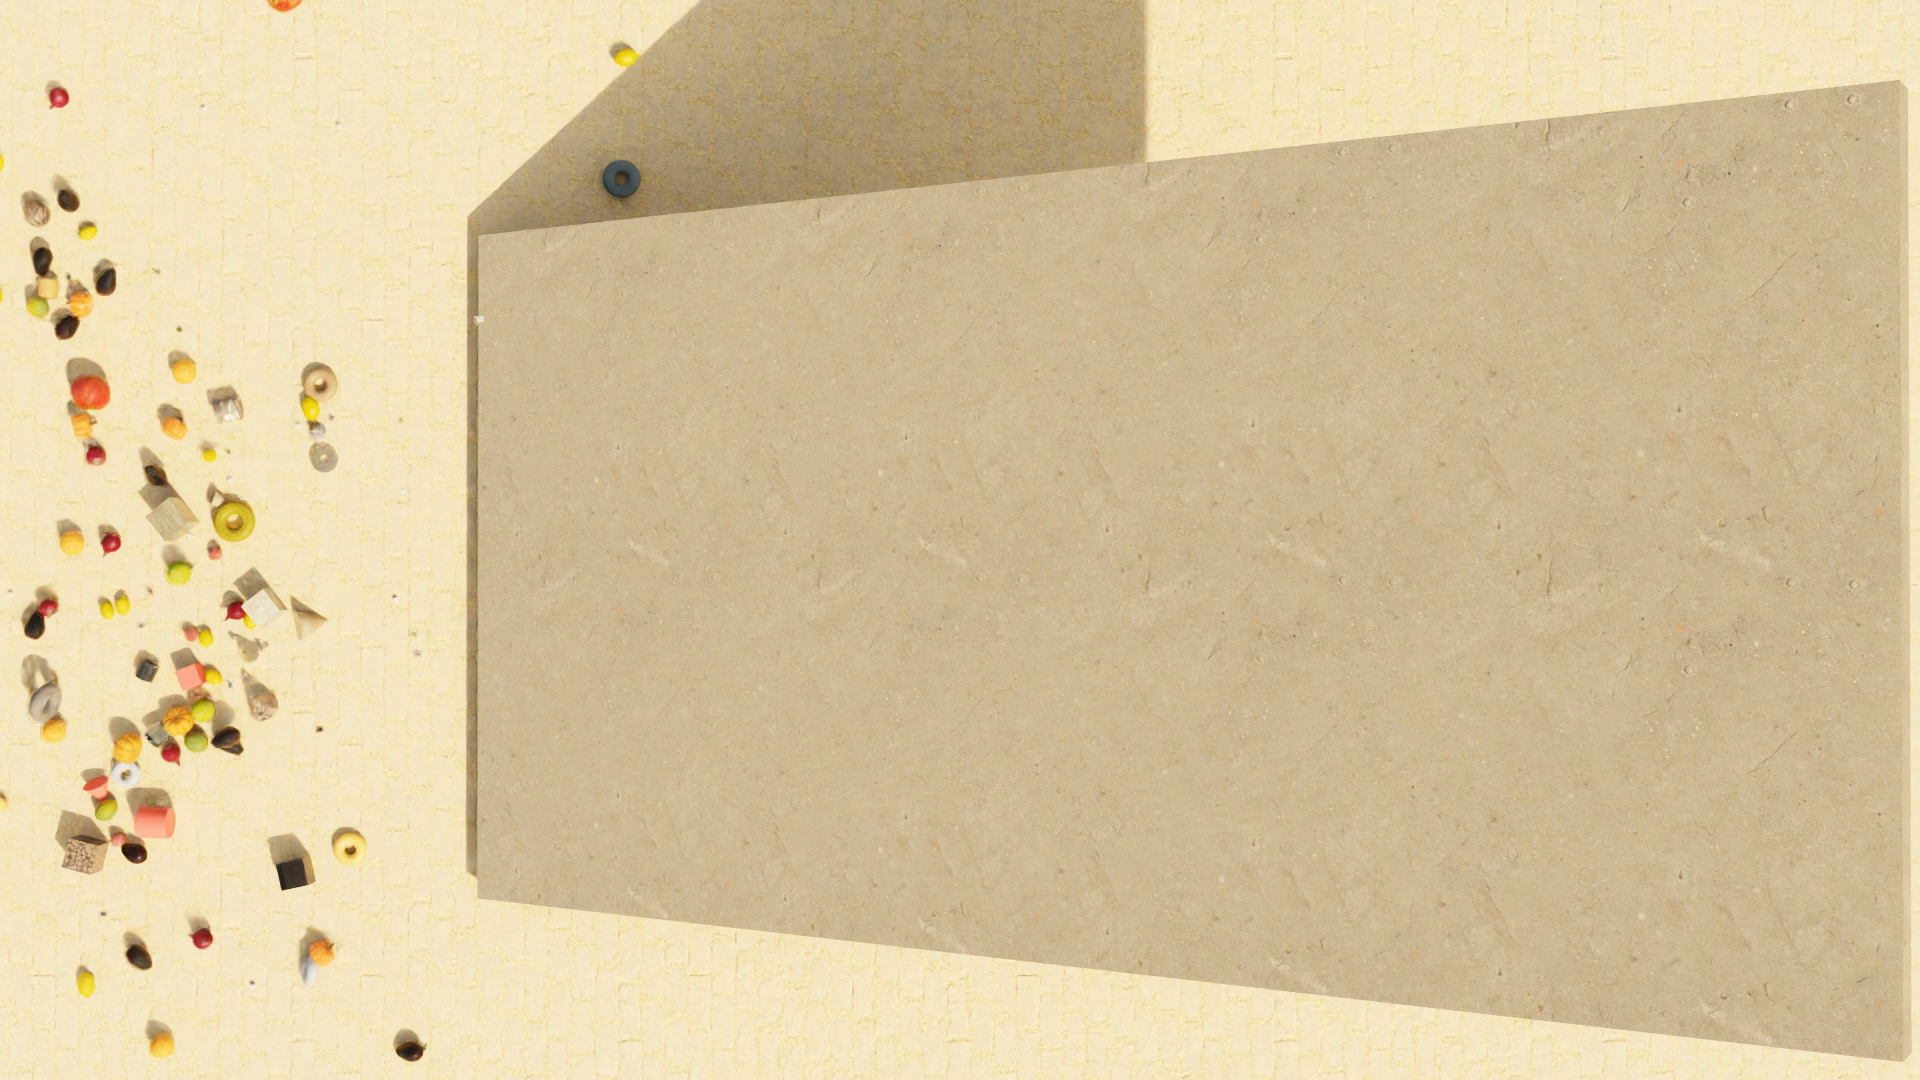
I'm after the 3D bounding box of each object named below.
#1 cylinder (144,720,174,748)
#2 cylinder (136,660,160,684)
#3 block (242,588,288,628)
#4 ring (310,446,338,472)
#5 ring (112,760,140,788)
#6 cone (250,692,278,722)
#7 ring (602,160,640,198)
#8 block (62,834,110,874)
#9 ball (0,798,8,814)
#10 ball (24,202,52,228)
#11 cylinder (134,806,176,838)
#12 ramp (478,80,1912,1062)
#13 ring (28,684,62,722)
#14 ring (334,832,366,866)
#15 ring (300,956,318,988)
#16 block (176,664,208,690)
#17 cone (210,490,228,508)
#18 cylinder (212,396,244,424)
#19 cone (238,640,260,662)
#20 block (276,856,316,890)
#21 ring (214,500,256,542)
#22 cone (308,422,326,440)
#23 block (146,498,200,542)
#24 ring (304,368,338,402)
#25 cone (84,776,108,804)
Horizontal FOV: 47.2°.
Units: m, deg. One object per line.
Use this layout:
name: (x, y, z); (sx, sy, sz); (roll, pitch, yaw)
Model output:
cylinder: (-2.433, 0.588, 6.681); (0.060, 0.060, 0.060); (-35, 90, 0)
cylinder: (-2.470, 0.399, 6.686); (0.053, 0.053, 0.053); (28, 90, 0)
block: (-2.109, 0.207, 6.672); (0.084, 0.084, 0.084); (-38, 90, 0)
ring: (-1.937, -0.246, 6.705); (0.083, 0.028, 0.083); (0, 89, -1)
ring: (-2.539, 0.710, 6.695); (0.086, 0.029, 0.086); (0, 87, -2)
cone: (-2.125, 0.489, 6.650); (0.092, 0.092, 0.092); (-4, 64, 8)
ring: (-1.032, -1.101, 6.707); (0.115, 0.038, 0.115); (0, 90, -1)
block: (-2.649, 0.953, 6.662); (0.091, 0.091, 0.091); (15, 90, 0)
ball: (-2.921, 0.808, 6.683); (0.051, 0.051, 0.051); (0, 89, 0)
ball: (-2.805, -0.989, 6.686); (0.077, 0.077, 0.077); (0, 89, 0)
cylinder: (-2.438, 0.855, 6.662); (0.093, 0.093, 0.093); (2, 89, 0)
ramp: (0.258, 0.071, 5.596); (4.000, 0.100, 2.000); (0, 89, 33)
ring: (-2.761, 0.491, 6.638); (0.042, 0.126, 0.126); (19, 90, 12)
ring: (-1.855, 0.941, 6.691); (0.101, 0.034, 0.101); (0, 89, -1)
ring: (-1.972, 1.308, 6.663); (0.031, 0.094, 0.094); (2, 89, -33)
block: (-2.334, 0.416, 6.681); (0.062, 0.062, 0.062); (-22, 90, 0)
cone: (-2.251, -0.119, 6.704); (0.058, 0.058, 0.058); (17, 89, -26)
cylinder: (-2.224, -0.395, 6.684); (0.070, 0.070, 0.070); (-12, 90, 2)
cone: (-2.170, 0.339, 6.680); (0.067, 0.067, 0.067); (0, 89, 0)
block: (-2.013, 1.009, 6.666); (0.082, 0.082, 0.082); (-13, 90, 0)
ring: (-2.209, -0.057, 6.696); (0.128, 0.043, 0.128); (0, 89, -1)
cone: (-1.964, -0.333, 6.691); (0.055, 0.055, 0.055); (0, 90, 2)
block: (-2.387, -0.062, 6.669); (0.094, 0.094, 0.094); (-39, 90, 0)
ring: (-1.949, -0.473, 6.703); (0.106, 0.035, 0.106); (0, 90, 1)
cone: (-2.615, 0.772, 6.692); (0.077, 0.077, 0.077); (-15, 116, 0)
